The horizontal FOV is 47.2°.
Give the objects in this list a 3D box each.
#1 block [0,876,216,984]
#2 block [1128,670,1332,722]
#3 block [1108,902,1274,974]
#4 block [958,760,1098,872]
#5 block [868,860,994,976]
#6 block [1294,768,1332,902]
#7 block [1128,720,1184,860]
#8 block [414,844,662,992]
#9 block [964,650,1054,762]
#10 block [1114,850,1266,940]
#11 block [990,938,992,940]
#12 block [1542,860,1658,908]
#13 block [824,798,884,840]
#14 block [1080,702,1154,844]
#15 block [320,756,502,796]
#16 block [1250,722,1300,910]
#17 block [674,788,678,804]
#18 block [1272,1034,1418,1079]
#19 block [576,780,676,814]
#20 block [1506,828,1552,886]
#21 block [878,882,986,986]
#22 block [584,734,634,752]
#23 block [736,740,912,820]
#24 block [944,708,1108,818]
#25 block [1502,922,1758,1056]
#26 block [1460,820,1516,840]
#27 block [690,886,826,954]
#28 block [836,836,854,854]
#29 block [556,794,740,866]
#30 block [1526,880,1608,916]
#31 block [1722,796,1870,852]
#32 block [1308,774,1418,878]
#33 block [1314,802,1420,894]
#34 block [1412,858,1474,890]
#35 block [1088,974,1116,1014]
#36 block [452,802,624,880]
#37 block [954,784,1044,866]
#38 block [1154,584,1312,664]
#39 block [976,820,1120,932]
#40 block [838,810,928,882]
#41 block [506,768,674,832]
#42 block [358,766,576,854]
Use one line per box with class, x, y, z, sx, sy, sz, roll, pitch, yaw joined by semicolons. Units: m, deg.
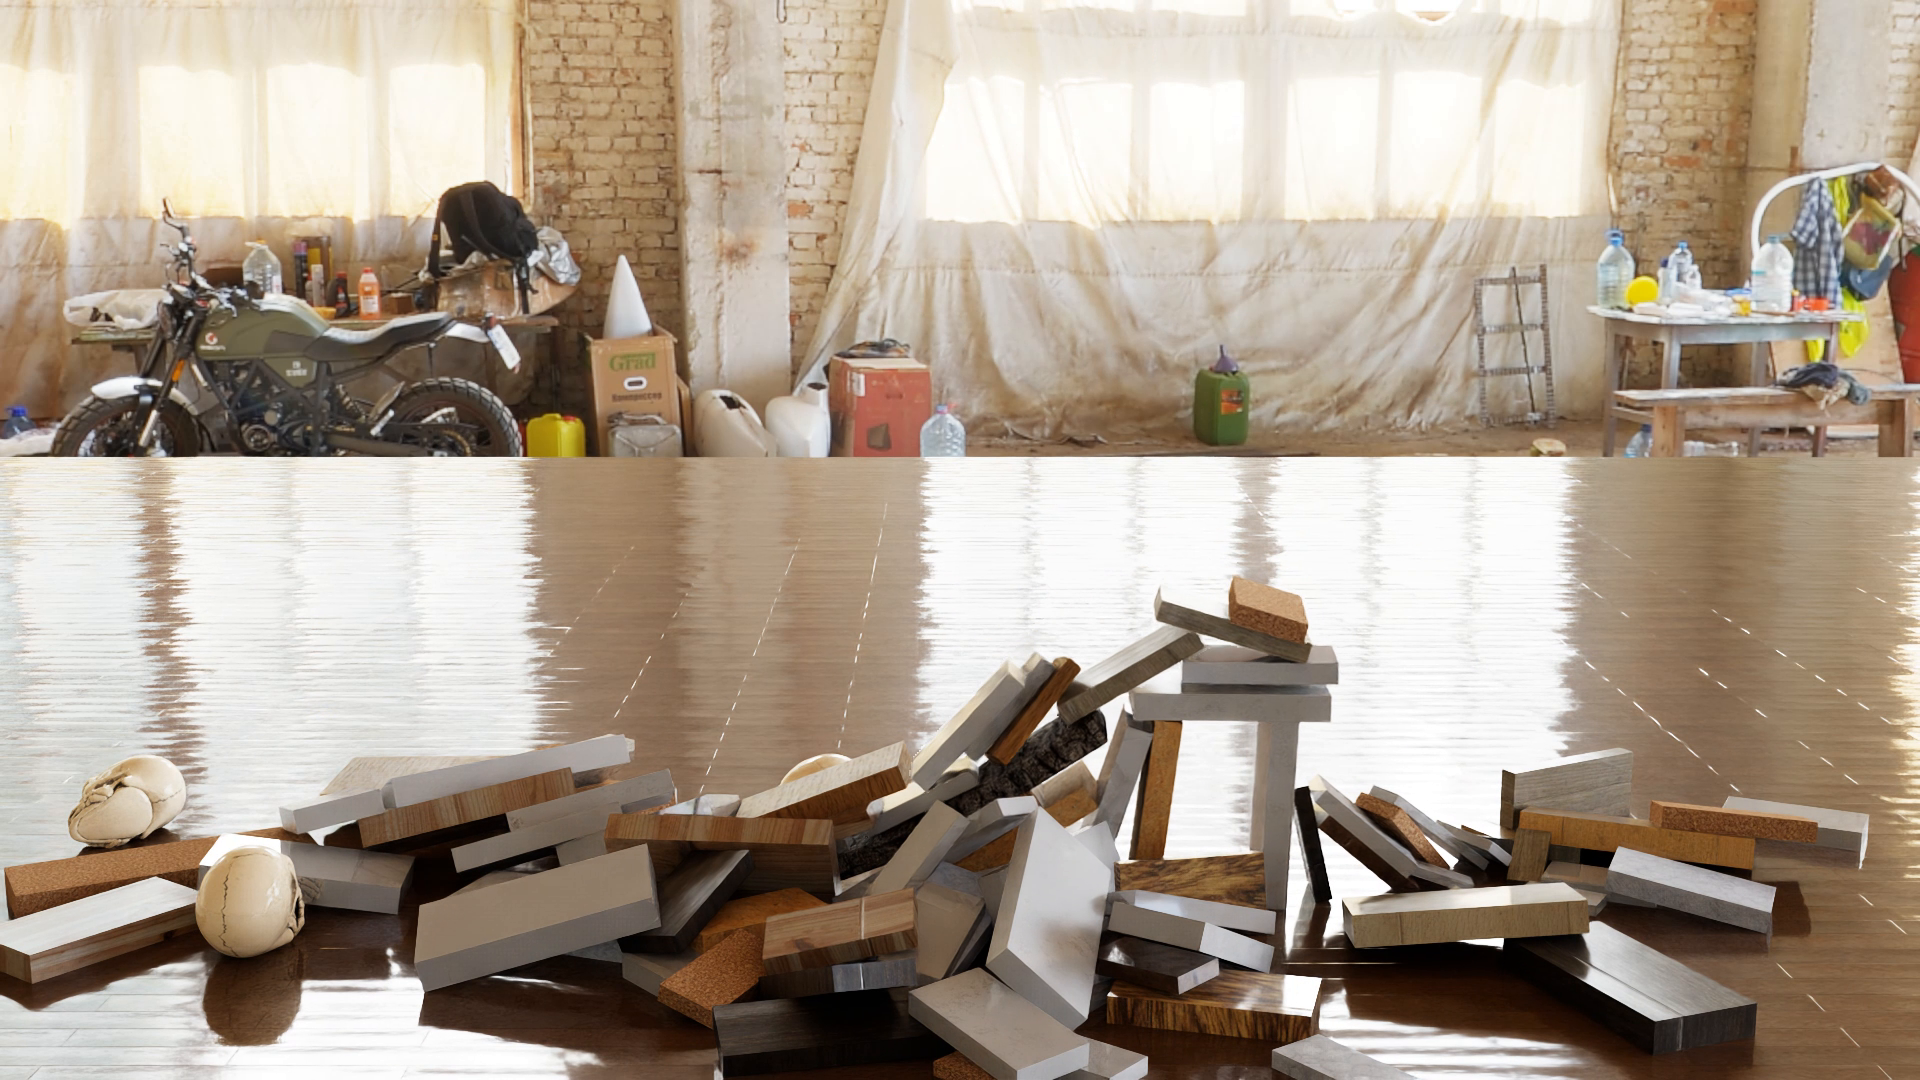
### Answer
block;-1.354;0.608;3.449;0.159;0.045;0.319;8;13;36
block;0.439;0.255;3.606;0.317;0.045;0.158;1;11;1
block;0.344;0.587;3.238;0.144;0.041;0.288;8;-12;30
block;0.086;0.486;3.663;0.310;0.044;0.155;-32;8;8
block;-0.025;0.588;3.327;0.126;0.036;0.253;18;32;19
block;0.578;0.490;3.655;0.028;0.201;0.100;-13;10;3
block;0.321;0.433;3.641;0.045;0.317;0.158;7;11;1
block;-0.640;0.571;3.341;0.359;0.051;0.180;-15;21;-6
block;0.078;0.278;3.683;0.029;0.203;0.102;40;1;-6
block;0.365;0.562;3.482;0.238;0.119;0.034;-2;-2;-13
block;0.000;0.609;3.512;0.070;0.020;0.140;-4;11;-22
block;1.075;0.575;3.678;0.185;0.026;0.093;5;12;25
block;-0.246;0.476;3.626;0.234;0.033;0.117;-20;9;11
block;0.246;0.437;3.644;0.044;0.311;0.155;18;11;-1
block;-0.975;0.457;4.069;0.360;0.051;0.180;-1;16;6
block;0.518;0.433;3.641;0.045;0.317;0.158;2;11;0
block;-0.585;0.513;3.975;0.143;0.040;0.285;-1;11;-7
block;0.513;0.712;2.941;0.090;0.025;0.179;-8;13;-36
block;-0.648;0.472;3.985;0.243;0.034;0.121;4;13;33
block;0.966;0.540;3.733;0.057;0.016;0.114;4;44;22
block;-0.041;0.587;3.261;0.099;0.028;0.199;15;31;14
block;-0.746;0.428;4.486;0.075;0.021;0.150;9;14;39
block;-0.227;0.423;3.658;0.294;0.042;0.147;-21;9;6
block;0.100;0.377;3.638;0.310;0.044;0.155;-33;8;7
block;0.971;0.649;3.214;0.175;0.050;0.351;-4;11;-21
block;0.961;0.529;3.953;0.057;0.016;0.114;-6;12;-28
block;-0.323;0.588;3.398;0.225;0.032;0.113;-7;13;-33
block;-0.294;0.524;3.671;0.234;0.033;0.117;-21;9;6
block;-0.518;0.488;3.683;0.282;0.040;0.141;-20;-12;12
block;0.991;0.590;3.620;0.129;0.018;0.064;6;12;30
block;1.511;0.513;3.988;0.242;0.034;0.121;5;12;27
block;0.668;0.474;3.656;0.201;0.028;0.100;39;8;-5
block;0.673;0.515;3.662;0.201;0.028;0.100;39;8;-6
block;0.800;0.561;3.682;0.114;0.016;0.057;18;7;4
block;0.157;0.666;3.197;0.081;0.023;0.163;8;13;35
block;-0.703;0.505;3.696;0.282;0.040;0.141;-15;-11;-9
block;0.005;0.489;3.657;0.294;0.042;0.147;-33;8;7
block;0.441;0.136;3.568;0.250;0.035;0.125;16;11;0
block;0.157;0.554;3.427;0.044;0.155;0.310;-23;-5;36
block;-0.169;0.515;3.671;0.294;0.042;0.147;-21;9;6
block;-0.637;0.461;3.784;0.282;0.040;0.141;-14;-12;-15
block;-0.843;0.472;3.796;0.360;0.051;0.180;-13;-12;-11
